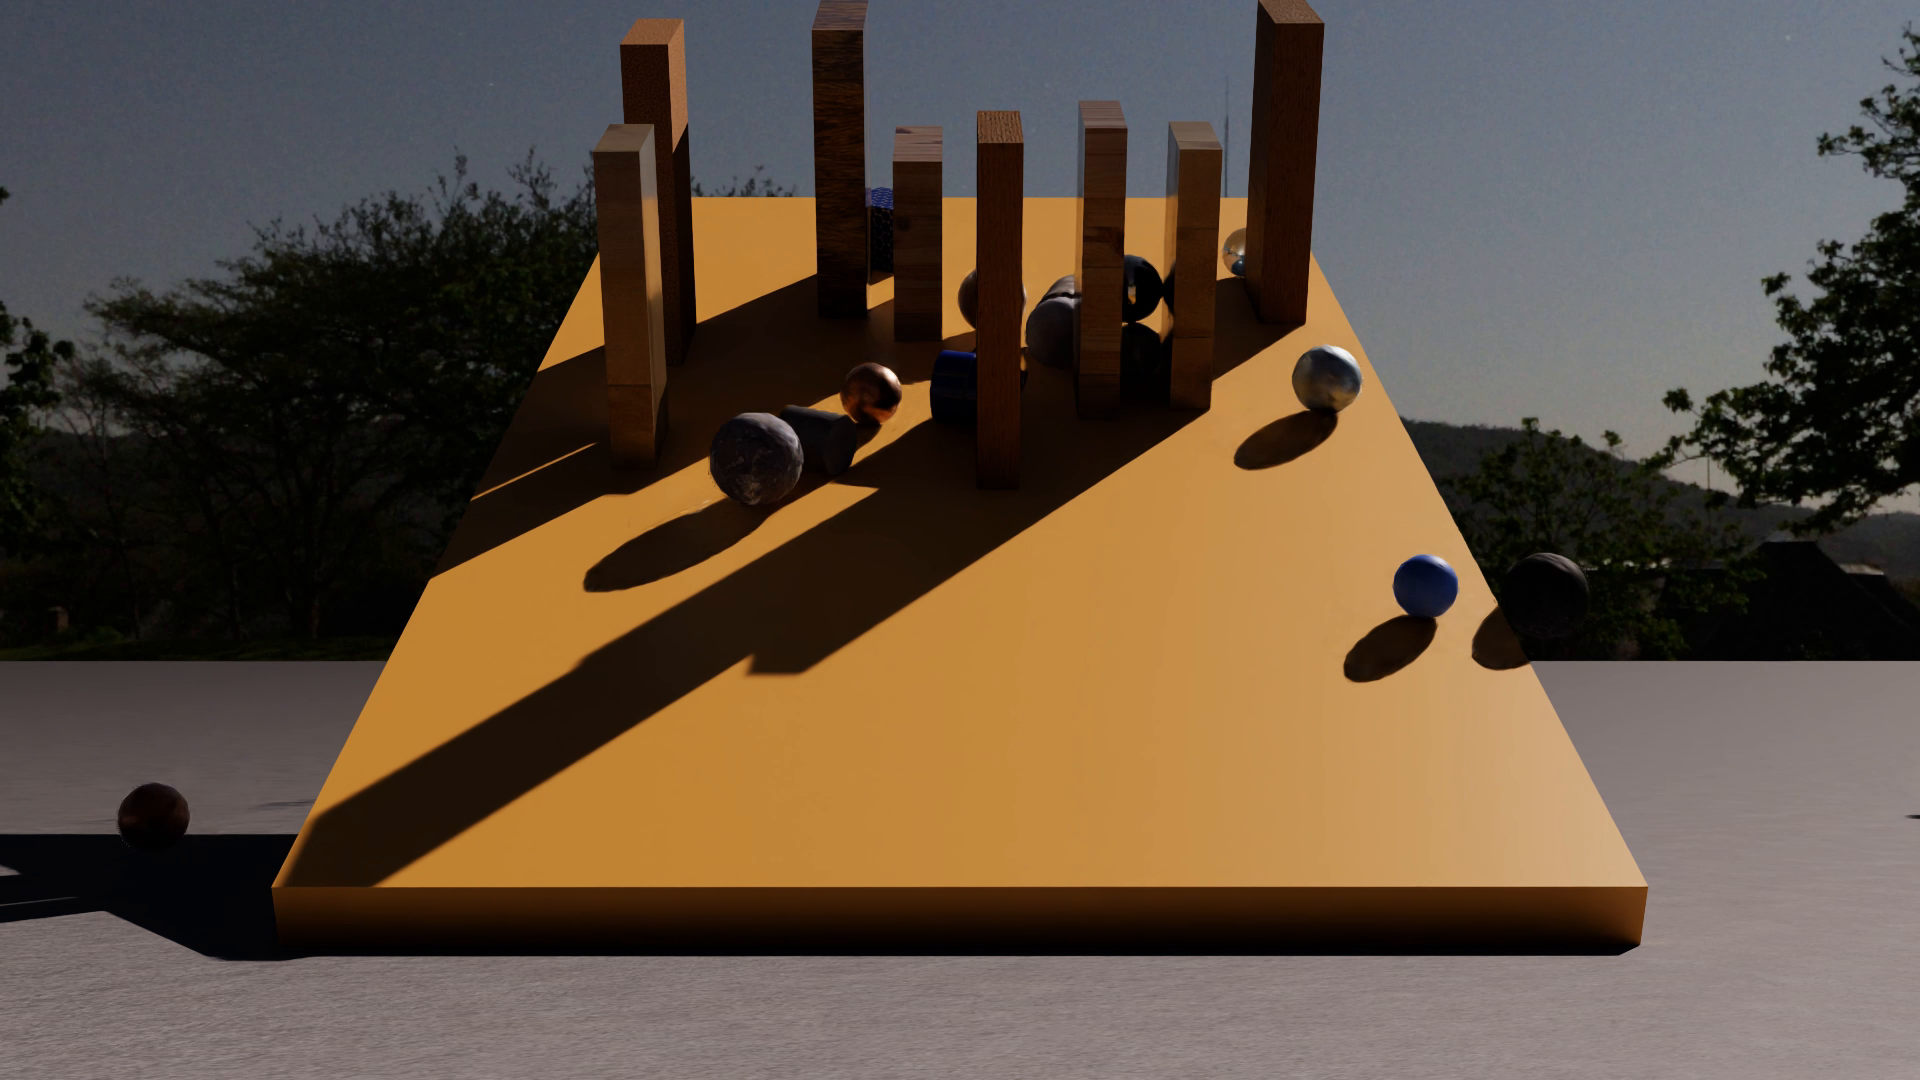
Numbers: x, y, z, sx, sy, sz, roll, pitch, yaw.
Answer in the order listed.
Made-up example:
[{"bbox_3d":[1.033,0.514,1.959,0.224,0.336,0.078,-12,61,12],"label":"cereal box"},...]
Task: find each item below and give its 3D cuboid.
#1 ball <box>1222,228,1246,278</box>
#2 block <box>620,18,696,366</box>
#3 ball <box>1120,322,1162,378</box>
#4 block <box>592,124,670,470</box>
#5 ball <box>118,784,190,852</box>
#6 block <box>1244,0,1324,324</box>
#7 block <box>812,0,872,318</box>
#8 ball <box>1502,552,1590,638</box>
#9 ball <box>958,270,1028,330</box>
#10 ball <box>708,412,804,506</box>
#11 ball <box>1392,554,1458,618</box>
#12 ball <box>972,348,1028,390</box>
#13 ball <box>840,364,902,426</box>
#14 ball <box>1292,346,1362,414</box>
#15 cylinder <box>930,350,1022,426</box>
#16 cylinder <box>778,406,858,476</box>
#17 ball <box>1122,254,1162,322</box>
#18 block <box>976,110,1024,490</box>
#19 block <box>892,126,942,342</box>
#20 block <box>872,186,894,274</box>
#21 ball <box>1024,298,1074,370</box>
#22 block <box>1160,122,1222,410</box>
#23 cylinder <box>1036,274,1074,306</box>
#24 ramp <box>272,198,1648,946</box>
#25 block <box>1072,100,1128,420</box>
[{"bbox_3d":[0.775,-0.773,6.220,0.137,0.137,0.137,0,-3,0],"label":"ball"},{"bbox_3d":[-0.720,-0.836,5.548,0.109,0.768,0.328,0,23,0],"label":"block"},{"bbox_3d":[0.413,-0.449,5.454,0.129,0.129,0.129,0,-3,0],"label":"ball"},{"bbox_3d":[-0.693,-0.514,4.887,0.093,0.685,0.252,0,23,0],"label":"block"},{"bbox_3d":[-1.753,0.603,5.019,0.148,0.148,0.148,0,-3,0],"label":"ball"},{"bbox_3d":[0.820,-0.966,5.879,0.119,0.756,0.343,0,23,0],"label":"block"},{"bbox_3d":[-0.300,-0.990,5.964,0.125,0.731,0.447,0,23,0],"label":"block"},{"bbox_3d":[1.077,0.102,4.243,0.158,0.158,0.158,0,-3,0],"label":"ball"},{"bbox_3d":[0.081,-0.601,5.759,0.173,0.173,0.173,0,-3,0],"label":"ball"},{"bbox_3d":[-0.415,-0.165,4.697,0.191,0.191,0.191,0,-3,0],"label":"ball"},{"bbox_3d":[0.848,0.085,4.204,0.117,0.117,0.117,0,-3,0],"label":"ball"},{"bbox_3d":[0.083,-0.383,5.276,0.147,0.147,0.147,0,-3,0],"label":"ball"},{"bbox_3d":[-0.199,-0.325,5.147,0.138,0.138,0.138,0,-3,0],"label":"ball"},{"bbox_3d":[0.829,-0.362,5.218,0.155,0.155,0.155,0,-3,0],"label":"ball"},{"bbox_3d":[0.036,-0.334,5.137,0.163,0.163,0.163,7,-1,17],"label":"cylinder"},{"bbox_3d":[-0.307,-0.210,4.880,0.130,0.130,0.130,12,3,26],"label":"cylinder"},{"bbox_3d":[0.397,-0.592,5.441,0.159,0.159,0.159,0,-3,0],"label":"ball"},{"bbox_3d":[0.079,-0.498,4.797,0.088,0.729,0.294,0,23,0],"label":"block"},{"bbox_3d":[-0.104,-0.776,5.815,0.119,0.453,0.388,0,23,0],"label":"block"},{"bbox_3d":[-0.201,-0.855,6.358,0.178,0.178,0.178,16,27,33],"label":"block"},{"bbox_3d":[0.241,-0.493,5.503,0.173,0.173,0.173,0,-3,0],"label":"ball"},{"bbox_3d":[0.524,-0.627,5.272,0.093,0.601,0.277,0,23,0],"label":"block"},{"bbox_3d":[0.272,-0.552,5.661,0.162,0.162,0.162,-1,21,16],"label":"cylinder"},{"bbox_3d":[-0.007,-0.224,5.216,2.000,0.100,4.000,0,23,0],"label":"ramp"},{"bbox_3d":[0.312,-0.629,5.193,0.091,0.664,0.280,0,23,0],"label":"block"}]
